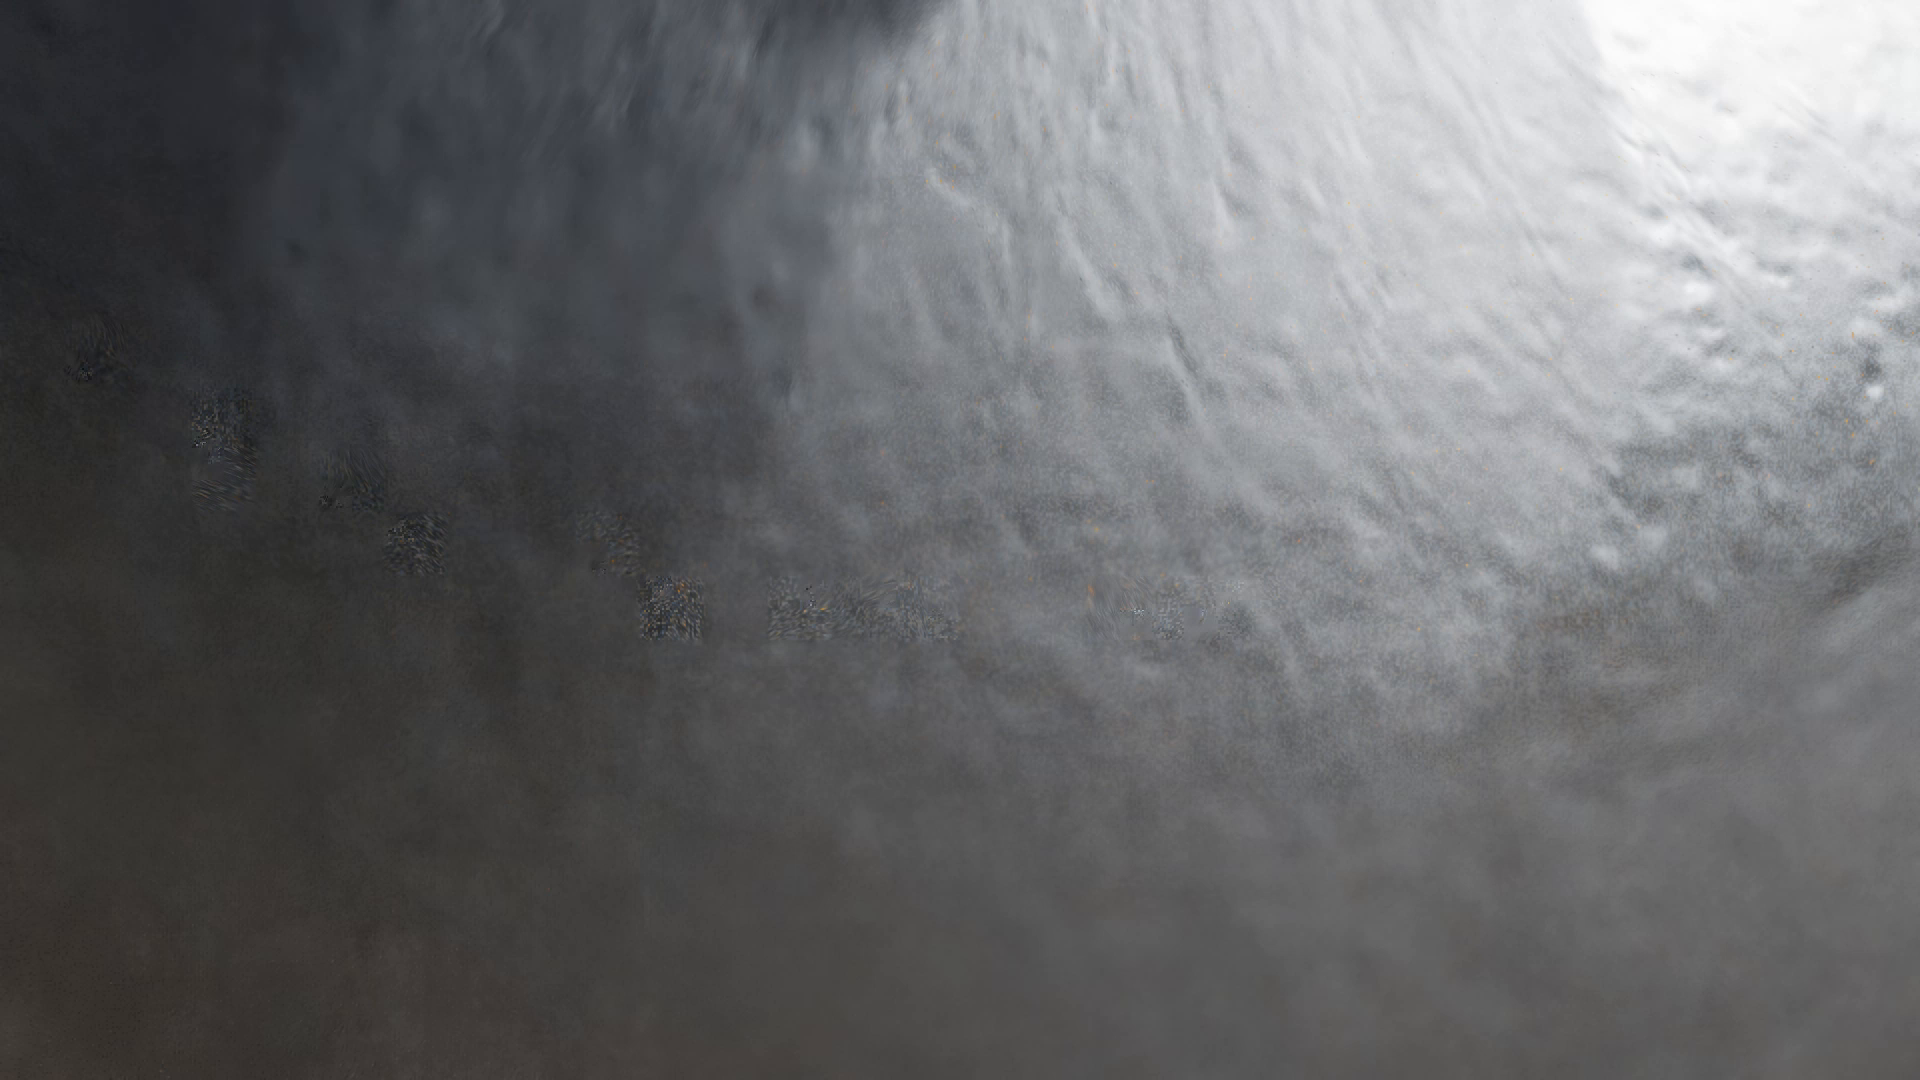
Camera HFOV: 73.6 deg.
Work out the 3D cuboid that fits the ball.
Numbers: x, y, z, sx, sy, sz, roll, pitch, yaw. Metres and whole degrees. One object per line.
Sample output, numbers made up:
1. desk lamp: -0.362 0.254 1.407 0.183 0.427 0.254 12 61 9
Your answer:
1. ball: 0.001 -0.002 0.055 0.080 0.080 0.080 0 4 0
